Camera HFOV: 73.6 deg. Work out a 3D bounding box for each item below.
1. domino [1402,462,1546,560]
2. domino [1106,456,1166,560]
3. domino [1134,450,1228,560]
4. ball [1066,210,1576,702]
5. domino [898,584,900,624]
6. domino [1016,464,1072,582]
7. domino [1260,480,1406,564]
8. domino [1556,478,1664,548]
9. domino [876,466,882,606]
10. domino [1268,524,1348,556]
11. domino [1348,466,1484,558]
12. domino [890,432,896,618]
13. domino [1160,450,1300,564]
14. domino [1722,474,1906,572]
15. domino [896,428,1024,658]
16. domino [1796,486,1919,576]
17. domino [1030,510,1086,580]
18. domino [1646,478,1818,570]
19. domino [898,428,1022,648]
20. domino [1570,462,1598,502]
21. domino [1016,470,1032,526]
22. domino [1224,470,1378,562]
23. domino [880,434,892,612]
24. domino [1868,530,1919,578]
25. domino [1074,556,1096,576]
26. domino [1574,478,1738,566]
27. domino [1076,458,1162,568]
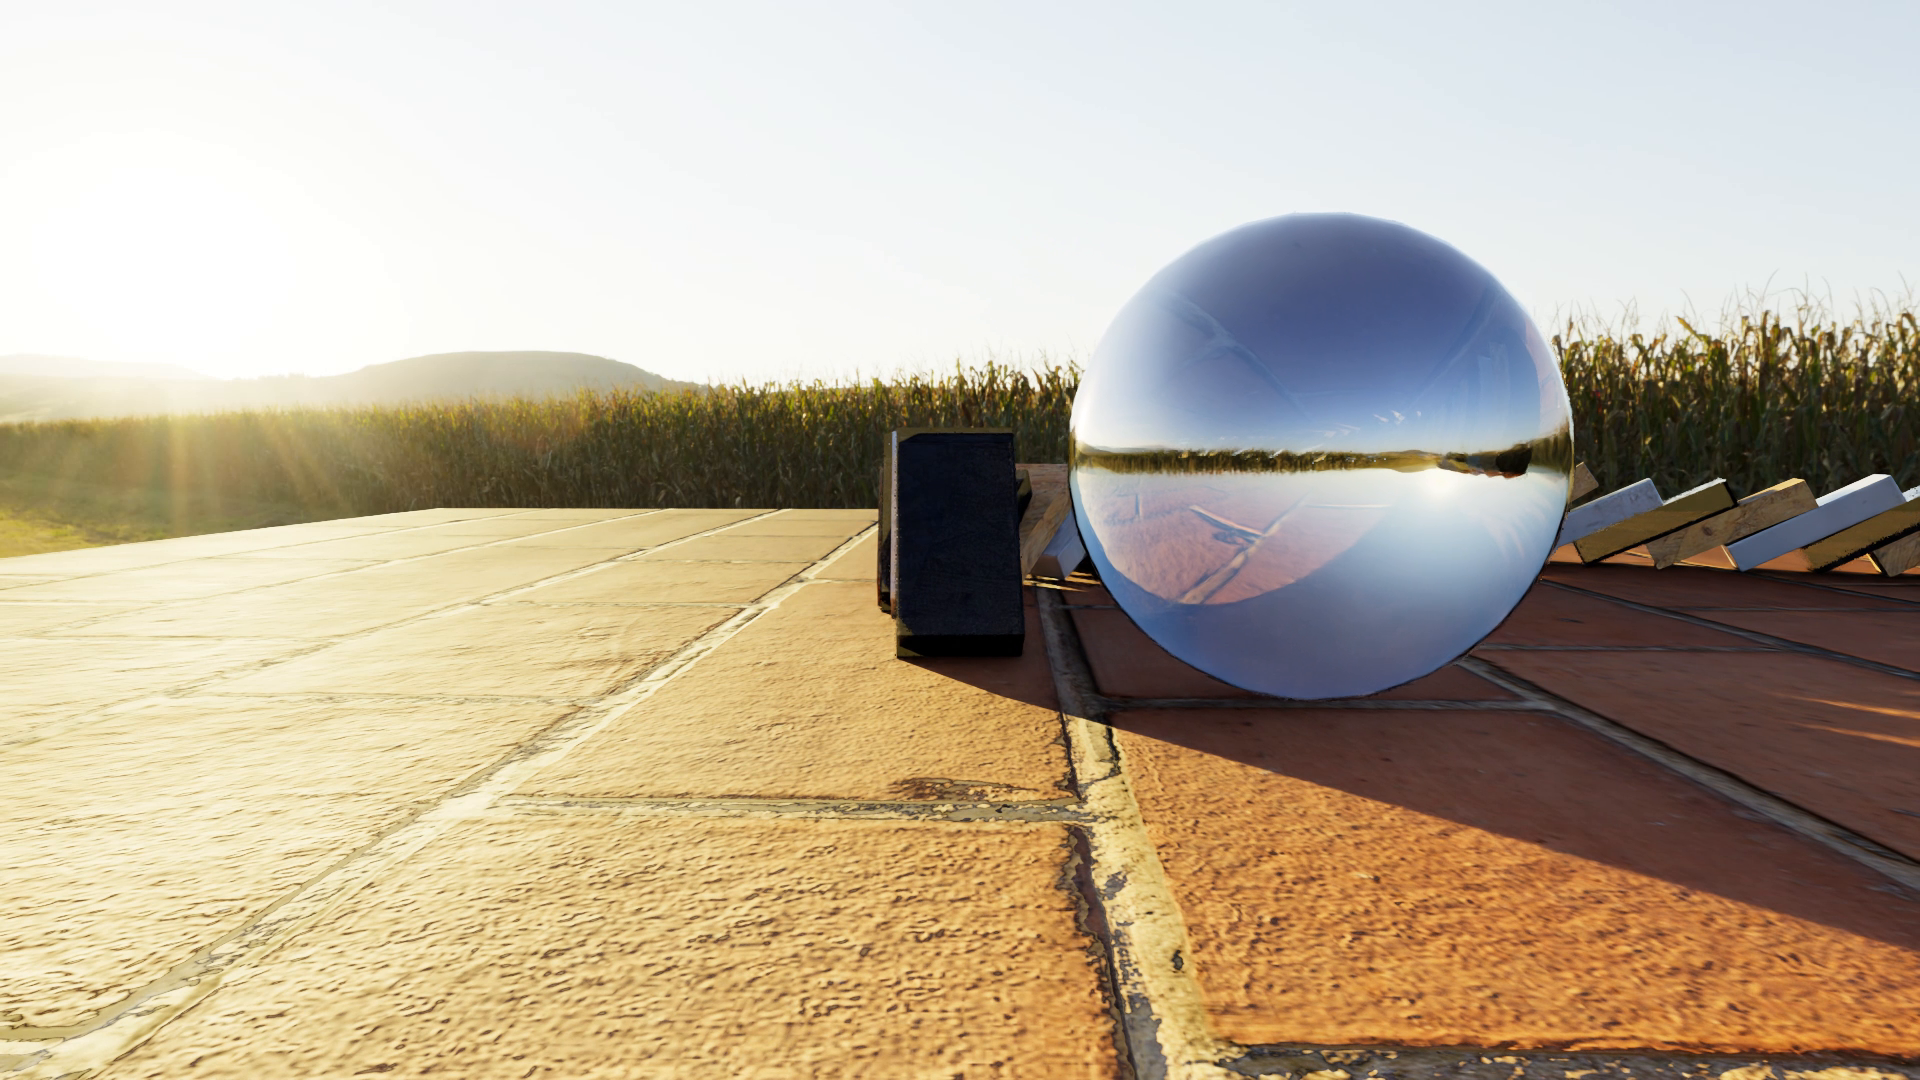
[{"bbox_3d":[0.189,-0.011,0.472,0.050,0.010,0.025,-35,-11,24],"label":"domino"},{"bbox_3d":[0.056,-0.011,0.466,0.025,0.010,0.050,-4,36,28],"label":"domino"},{"bbox_3d":[0.075,-0.013,0.475,0.025,0.009,0.050,0,41,52],"label":"domino"},{"bbox_3d":[0.058,-0.013,0.213,0.080,0.080,0.080,0,4,0],"label":"ball"},{"bbox_3d":[-0.003,-0.004,0.313,0.025,0.050,0.010,0,-32,-3],"label":"domino"},{"bbox_3d":[0.018,-0.006,0.408,0.025,0.010,0.050,3,39,33],"label":"domino"},{"bbox_3d":[0.136,-0.008,0.474,0.050,0.009,0.025,-26,12,-16],"label":"domino"},{"bbox_3d":[0.221,-0.007,0.455,0.050,0.009,0.025,-27,-8,25],"label":"domino"},{"bbox_3d":[-0.010,-0.002,0.355,0.025,0.010,0.050,-1,38,-2],"label":"domino"},{"bbox_3d":[0.140,-0.001,0.515,0.025,0.010,0.050,2,5,22],"label":"domino"},{"bbox_3d":[0.171,-0.011,0.482,0.050,0.009,0.025,-32,-7,19],"label":"domino"},{"bbox_3d":[-0.005,-0.005,0.324,0.025,0.050,0.010,0,-33,-2],"label":"domino"},{"bbox_3d":[0.097,-0.012,0.466,0.050,0.009,0.025,-41,8,-2],"label":"domino"},{"bbox_3d":[0.281,-0.006,0.425,0.050,0.009,0.025,-30,-9,24],"label":"domino"},{"bbox_3d":[-0.001,0.000,0.266,0.025,0.050,0.010,0,-32,-2],"label":"domino"},{"bbox_3d":[0.301,-0.006,0.417,0.050,0.009,0.025,-32,-10,25],"label":"domino"},{"bbox_3d":[0.036,-0.008,0.418,0.025,0.010,0.050,9,43,39],"label":"domino"},{"bbox_3d":[0.260,-0.005,0.435,0.050,0.009,0.025,-27,-8,25],"label":"domino"},{"bbox_3d":[-0.001,-0.001,0.277,0.025,0.050,0.010,0,-32,-3],"label":"domino"},{"bbox_3d":[0.205,-0.010,0.464,0.050,0.009,0.025,-35,-11,24],"label":"domino"},{"bbox_3d":[0.003,-0.004,0.391,0.025,0.010,0.050,2,36,20],"label":"domino"},{"bbox_3d":[0.121,-0.009,0.462,0.050,0.009,0.025,-23,12,2],"label":"domino"},{"bbox_3d":[-0.008,-0.005,0.337,0.025,0.050,0.009,0,-34,-2],"label":"domino"},{"bbox_3d":[0.318,-0.005,0.408,0.050,0.009,0.025,-32,-10,26],"label":"domino"},{"bbox_3d":[0.049,-0.008,0.429,0.025,0.010,0.050,9,43,38],"label":"domino"},{"bbox_3d":[0.240,-0.006,0.445,0.050,0.009,0.025,-27,-8,25],"label":"domino"},{"bbox_3d":[0.052,-0.010,0.448,0.025,0.010,0.050,-2,37,27],"label":"domino"}]
